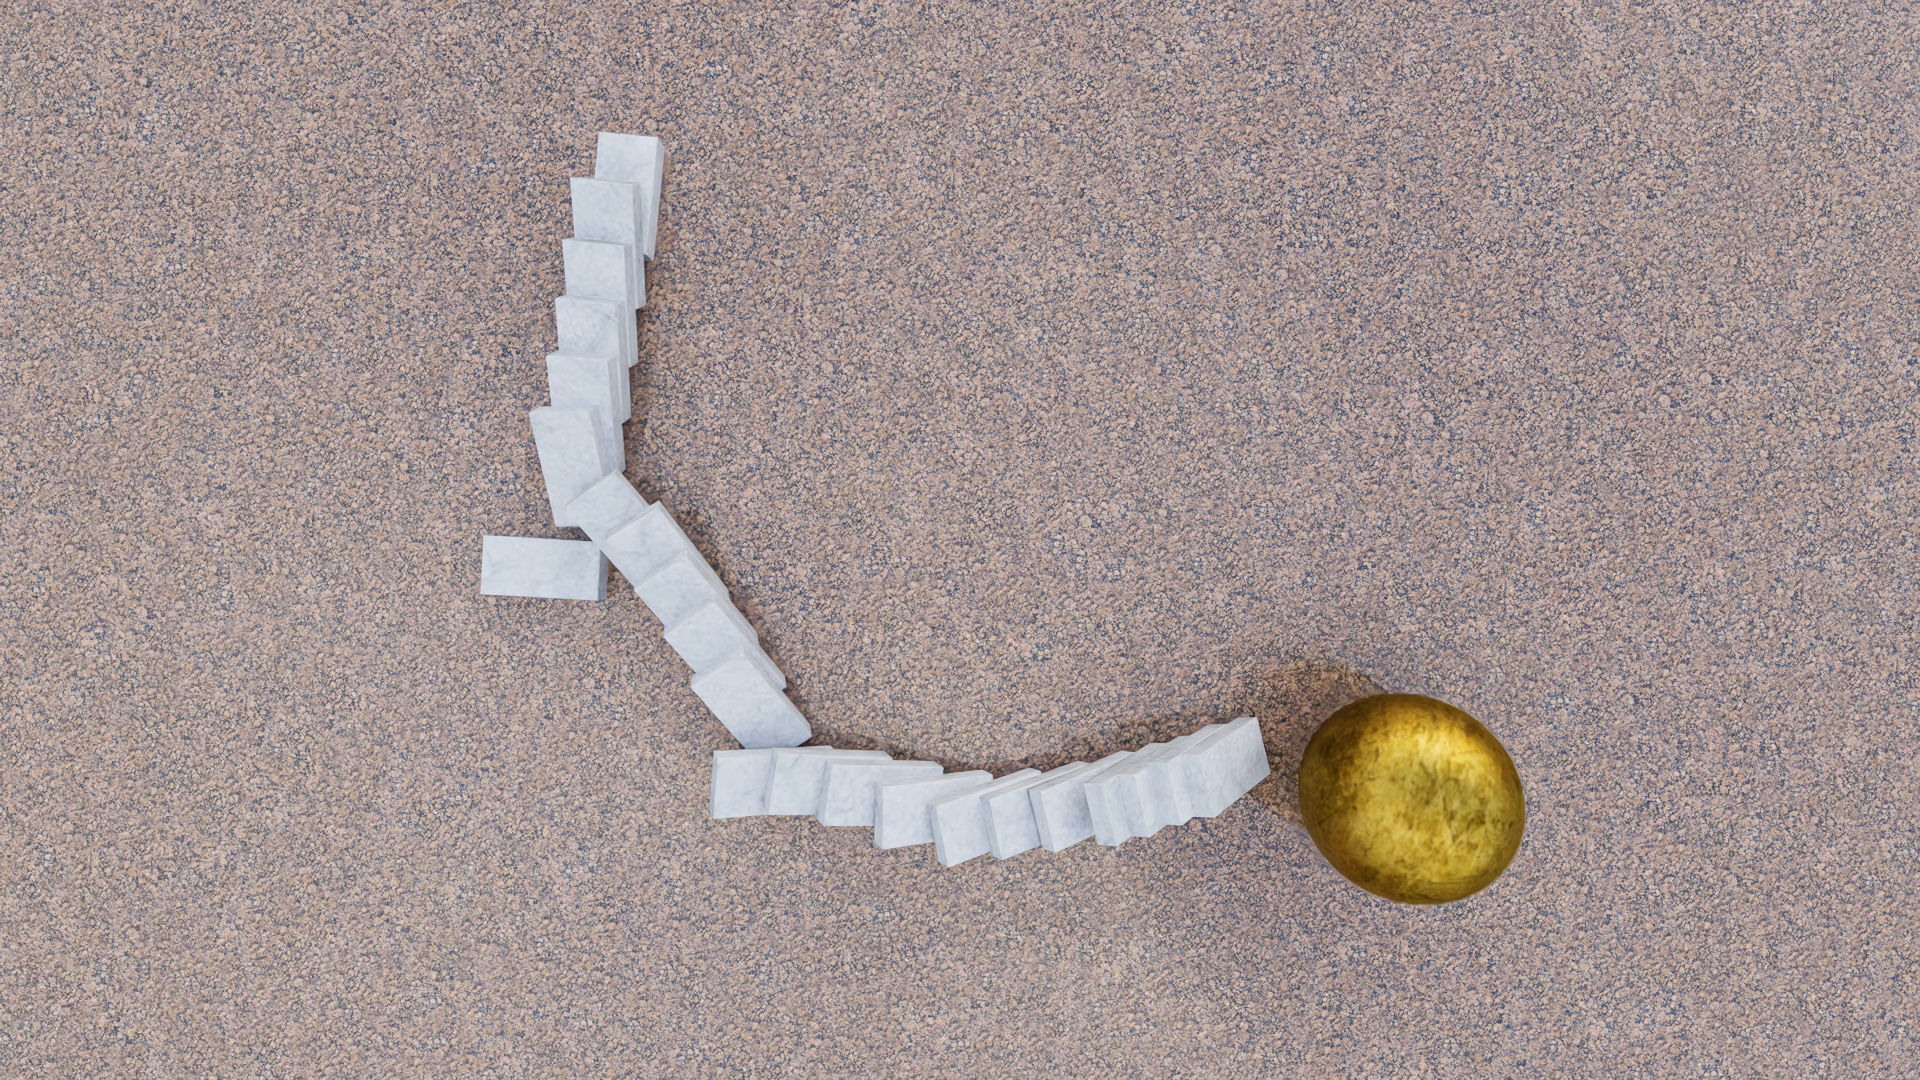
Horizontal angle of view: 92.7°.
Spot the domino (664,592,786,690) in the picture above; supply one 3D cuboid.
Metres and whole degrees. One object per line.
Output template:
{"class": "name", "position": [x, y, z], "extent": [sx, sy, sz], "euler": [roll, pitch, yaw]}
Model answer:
{"class": "domino", "position": [-0.098, 0.049, 0.385], "extent": [0.025, 0.009, 0.050], "euler": [-33, 116, 0]}

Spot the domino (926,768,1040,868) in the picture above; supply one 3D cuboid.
{"class": "domino", "position": [0.013, 0.116, 0.384], "extent": [0.050, 0.009, 0.025], "euler": [-11, 90, -27]}

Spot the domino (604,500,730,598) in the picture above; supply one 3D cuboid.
{"class": "domino", "position": [-0.122, 0.011, 0.384], "extent": [0.025, 0.009, 0.050], "euler": [-32, 117, -2]}

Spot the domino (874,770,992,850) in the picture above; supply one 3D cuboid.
{"class": "domino", "position": [-0.011, 0.112, 0.385], "extent": [0.050, 0.010, 0.025], "euler": [1, 90, -27]}

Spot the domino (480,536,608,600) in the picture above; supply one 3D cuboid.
{"class": "domino", "position": [-0.179, 0.012, 0.395], "extent": [0.050, 0.010, 0.025], "euler": [3, 90, 0]}

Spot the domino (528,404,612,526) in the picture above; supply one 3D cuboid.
{"class": "domino", "position": [-0.161, -0.031, 0.385], "extent": [0.025, 0.010, 0.050], "euler": [-1, 113, 4]}

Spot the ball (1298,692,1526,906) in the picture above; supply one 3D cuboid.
{"class": "ball", "position": [0.175, 0.100, 0.360], "extent": [0.080, 0.080, 0.080], "euler": [0, 90, 0]}

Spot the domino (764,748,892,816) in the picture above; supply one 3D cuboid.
{"class": "domino", "position": [-0.055, 0.101, 0.384], "extent": [0.050, 0.009, 0.025], "euler": [9, 92, -27]}

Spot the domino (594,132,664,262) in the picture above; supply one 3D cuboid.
{"class": "domino", "position": [-0.144, -0.148, 0.395], "extent": [0.025, 0.009, 0.050], "euler": [6, 90, 0]}

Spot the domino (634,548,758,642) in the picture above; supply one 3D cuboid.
{"class": "domino", "position": [-0.110, 0.031, 0.385], "extent": [0.025, 0.010, 0.050], "euler": [-33, 117, 0]}

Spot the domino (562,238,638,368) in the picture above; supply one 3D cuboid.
{"class": "domino", "position": [-0.151, -0.100, 0.386], "extent": [0.025, 0.010, 0.050], "euler": [6, 114, 0]}

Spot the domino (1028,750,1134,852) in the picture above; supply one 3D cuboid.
{"class": "domino", "position": [0.054, 0.109, 0.384], "extent": [0.050, 0.010, 0.025], "euler": [-14, 90, -29]}

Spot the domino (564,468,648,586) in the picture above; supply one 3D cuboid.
{"class": "domino", "position": [-0.139, -0.003, 0.386], "extent": [0.025, 0.009, 0.050], "euler": [-35, 112, 0]}

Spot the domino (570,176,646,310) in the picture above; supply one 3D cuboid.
{"class": "domino", "position": [-0.147, -0.124, 0.385], "extent": [0.025, 0.009, 0.050], "euler": [6, 114, 0]}

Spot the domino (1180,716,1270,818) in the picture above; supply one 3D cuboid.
{"class": "domino", "position": [0.110, 0.093, 0.379], "extent": [0.010, 0.050, 0.025], "euler": [-13, 90, 44]}

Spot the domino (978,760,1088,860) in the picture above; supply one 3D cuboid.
{"class": "domino", "position": [0.034, 0.113, 0.385], "extent": [0.050, 0.010, 0.025], "euler": [-12, 90, -27]}

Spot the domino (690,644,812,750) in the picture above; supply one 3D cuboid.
{"class": "domino", "position": [-0.087, 0.070, 0.385], "extent": [0.025, 0.010, 0.050], "euler": [-33, 115, 0]}

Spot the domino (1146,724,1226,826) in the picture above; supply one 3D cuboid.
{"class": "domino", "position": [0.097, 0.096, 0.379], "extent": [0.009, 0.050, 0.025], "euler": [-13, 90, 44]}

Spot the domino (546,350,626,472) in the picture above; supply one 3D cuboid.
{"class": "domino", "position": [-0.157, -0.053, 0.385], "extent": [0.025, 0.009, 0.050], "euler": [4, 114, 1]}

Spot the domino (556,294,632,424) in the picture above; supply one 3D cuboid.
{"class": "domino", "position": [-0.154, -0.076, 0.386], "extent": [0.025, 0.010, 0.050], "euler": [6, 114, 0]}

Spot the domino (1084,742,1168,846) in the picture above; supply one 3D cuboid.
{"class": "domino", "position": [0.072, 0.104, 0.379], "extent": [0.010, 0.050, 0.025], "euler": [-13, 90, 44]}

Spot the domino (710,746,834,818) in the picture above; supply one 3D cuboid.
{"class": "domino", "position": [-0.078, 0.101, 0.384], "extent": [0.050, 0.010, 0.025], "euler": [3, 95, -27]}

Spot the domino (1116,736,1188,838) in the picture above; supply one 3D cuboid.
{"class": "domino", "position": [0.085, 0.101, 0.379], "extent": [0.010, 0.050, 0.025], "euler": [-13, 90, 44]}

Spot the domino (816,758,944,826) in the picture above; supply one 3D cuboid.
{"class": "domino", "position": [-0.033, 0.106, 0.384], "extent": [0.050, 0.009, 0.025], "euler": [9, 90, -27]}
